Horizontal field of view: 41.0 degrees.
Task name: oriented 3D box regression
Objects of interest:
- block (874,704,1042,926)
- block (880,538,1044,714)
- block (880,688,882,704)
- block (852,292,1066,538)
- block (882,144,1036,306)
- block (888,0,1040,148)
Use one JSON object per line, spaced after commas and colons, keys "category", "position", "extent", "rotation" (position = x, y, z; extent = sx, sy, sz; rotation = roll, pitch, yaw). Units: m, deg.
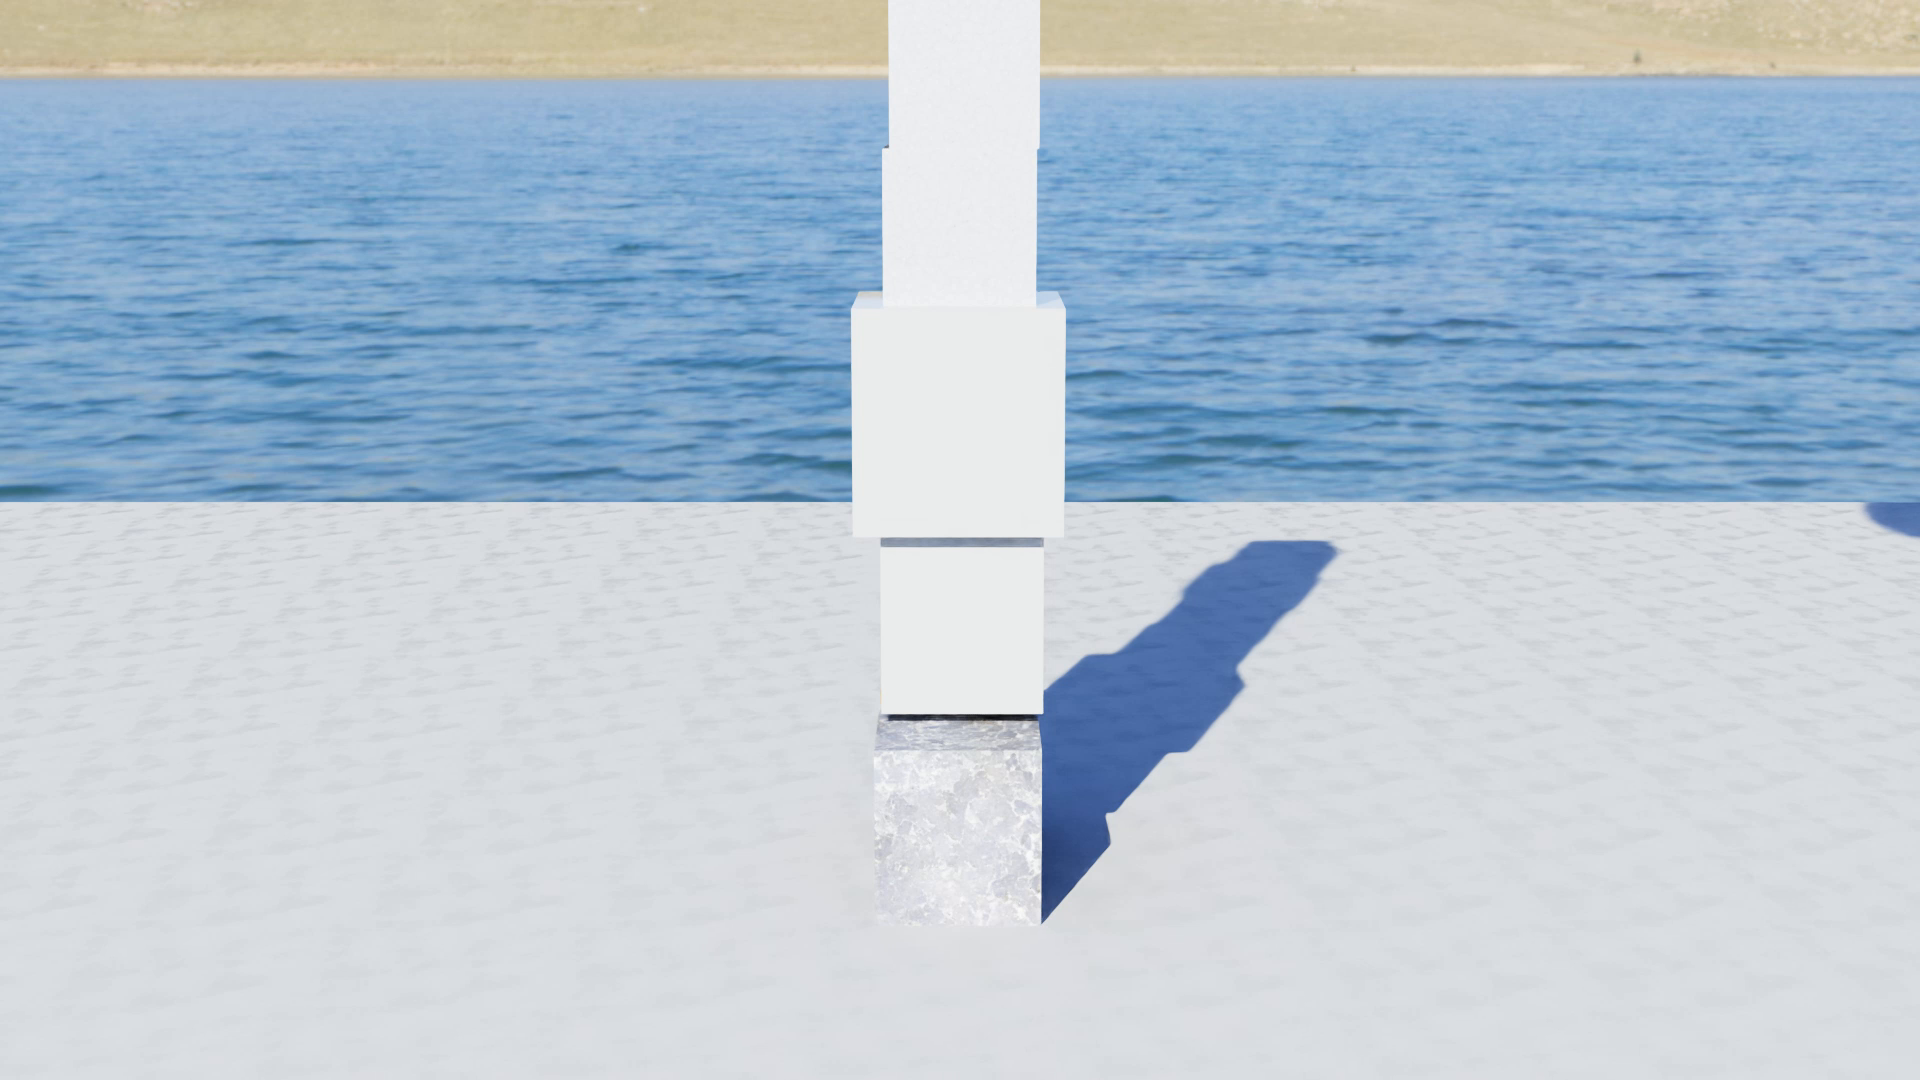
{"category": "block", "position": [-0.008, 1.169, 11.028], "extent": [0.692, 0.754, 0.783], "rotation": [0, 10, 0]}
{"category": "block", "position": [0.009, 0.297, 11.234], "extent": [0.691, 0.786, 0.667], "rotation": [0, 10, 0]}
{"category": "block", "position": [-0.011, 1.009, 11.767], "extent": [0.683, 0.805, 0.708], "rotation": [0, 10, 0]}
{"category": "block", "position": [-0.007, -0.559, 11.078], "extent": [0.883, 0.956, 0.862], "rotation": [0, 10, 0]}
{"category": "block", "position": [-0.002, -1.349, 10.933], "extent": [0.637, 0.648, 0.622], "rotation": [0, 10, 0]}
{"category": "block", "position": [0.018, -1.994, 10.815], "extent": [0.619, 0.665, 0.606], "rotation": [0, 10, 0]}
